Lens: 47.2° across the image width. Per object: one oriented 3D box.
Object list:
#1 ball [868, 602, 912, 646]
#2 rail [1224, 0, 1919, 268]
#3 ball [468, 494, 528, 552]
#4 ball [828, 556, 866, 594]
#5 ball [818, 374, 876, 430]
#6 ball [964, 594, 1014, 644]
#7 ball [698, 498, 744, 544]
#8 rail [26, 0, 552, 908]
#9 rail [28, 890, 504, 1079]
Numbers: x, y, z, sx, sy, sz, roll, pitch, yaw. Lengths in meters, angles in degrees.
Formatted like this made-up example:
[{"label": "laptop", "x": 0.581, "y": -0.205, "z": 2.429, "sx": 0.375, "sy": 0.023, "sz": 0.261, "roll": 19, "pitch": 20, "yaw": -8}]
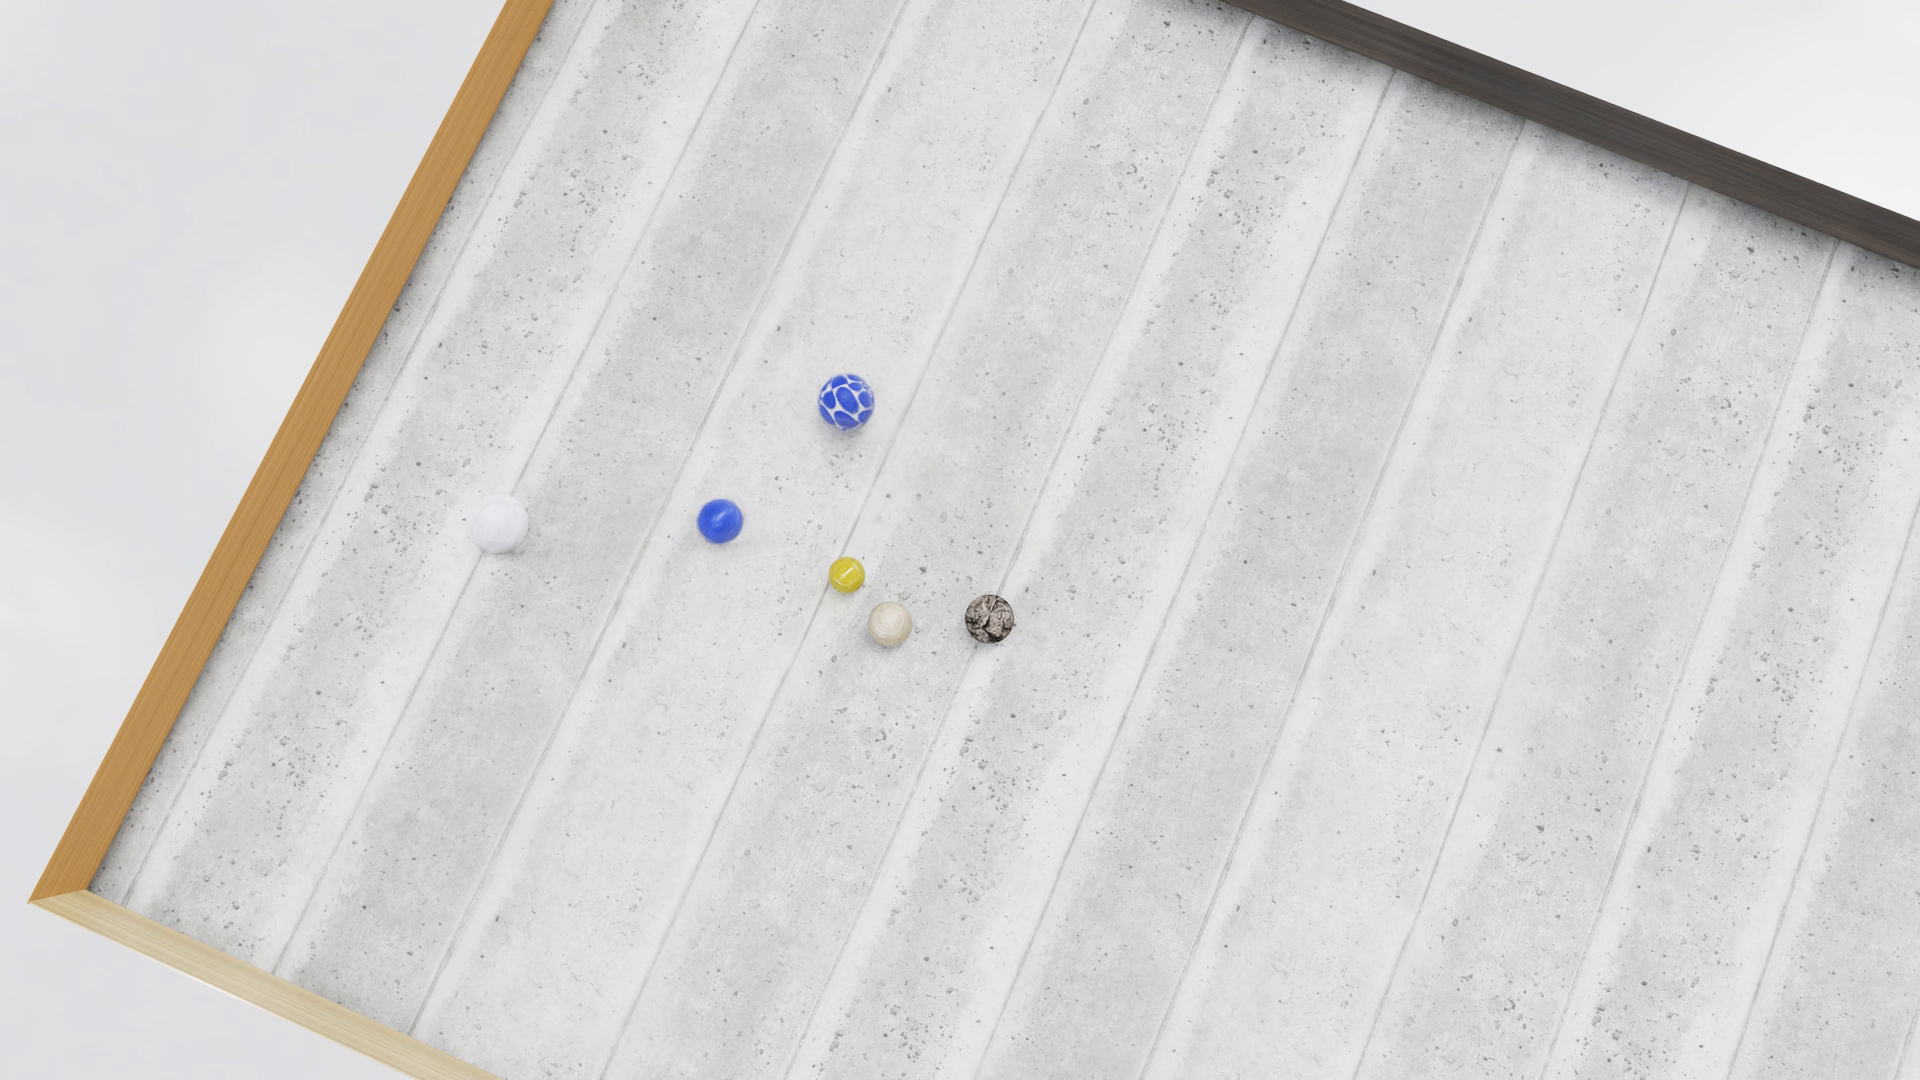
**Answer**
[{"label": "ball", "x": -0.105, "y": 0.126, "z": 3.308, "sx": 0.068, "sy": 0.068, "sz": 0.068, "roll": 0, "pitch": 76, "yaw": 0}, {"label": "rail", "x": 1.317, "y": -0.519, "z": 3.450, "sx": 4.001, "sy": 0.115, "sz": 0.045, "roll": 23, "pitch": 77, "yaw": 6}, {"label": "ball", "x": -0.700, "y": -0.025, "z": 3.337, "sx": 0.089, "sy": 0.089, "sz": 0.089, "roll": 0, "pitch": 76, "yaw": 0}, {"label": "ball", "x": -0.172, "y": 0.053, "z": 3.333, "sx": 0.057, "sy": 0.057, "sz": 0.057, "roll": 0, "pitch": 76, "yaw": 0}, {"label": "ball", "x": -0.174, "y": -0.212, "z": 3.386, "sx": 0.088, "sy": 0.088, "sz": 0.088, "roll": 0, "pitch": 76, "yaw": 0}, {"label": "ball", "x": 0.044, "y": 0.119, "z": 3.307, "sx": 0.075, "sy": 0.075, "sz": 0.075, "roll": 0, "pitch": 76, "yaw": 0}, {"label": "ball", "x": -0.364, "y": -0.029, "z": 3.348, "sx": 0.070, "sy": 0.070, "sz": 0.070, "roll": 0, "pitch": 76, "yaw": 0}, {"label": "rail", "x": -0.897, "y": -0.379, "z": 3.414, "sx": 0.045, "sy": 0.115, "sz": 2.064, "roll": 23, "pitch": 77, "yaw": 6}, {"label": "rail", "x": 0.521, "y": 1.274, "z": 2.986, "sx": 4.001, "sy": 0.115, "sz": 0.045, "roll": 23, "pitch": 77, "yaw": 6}]
